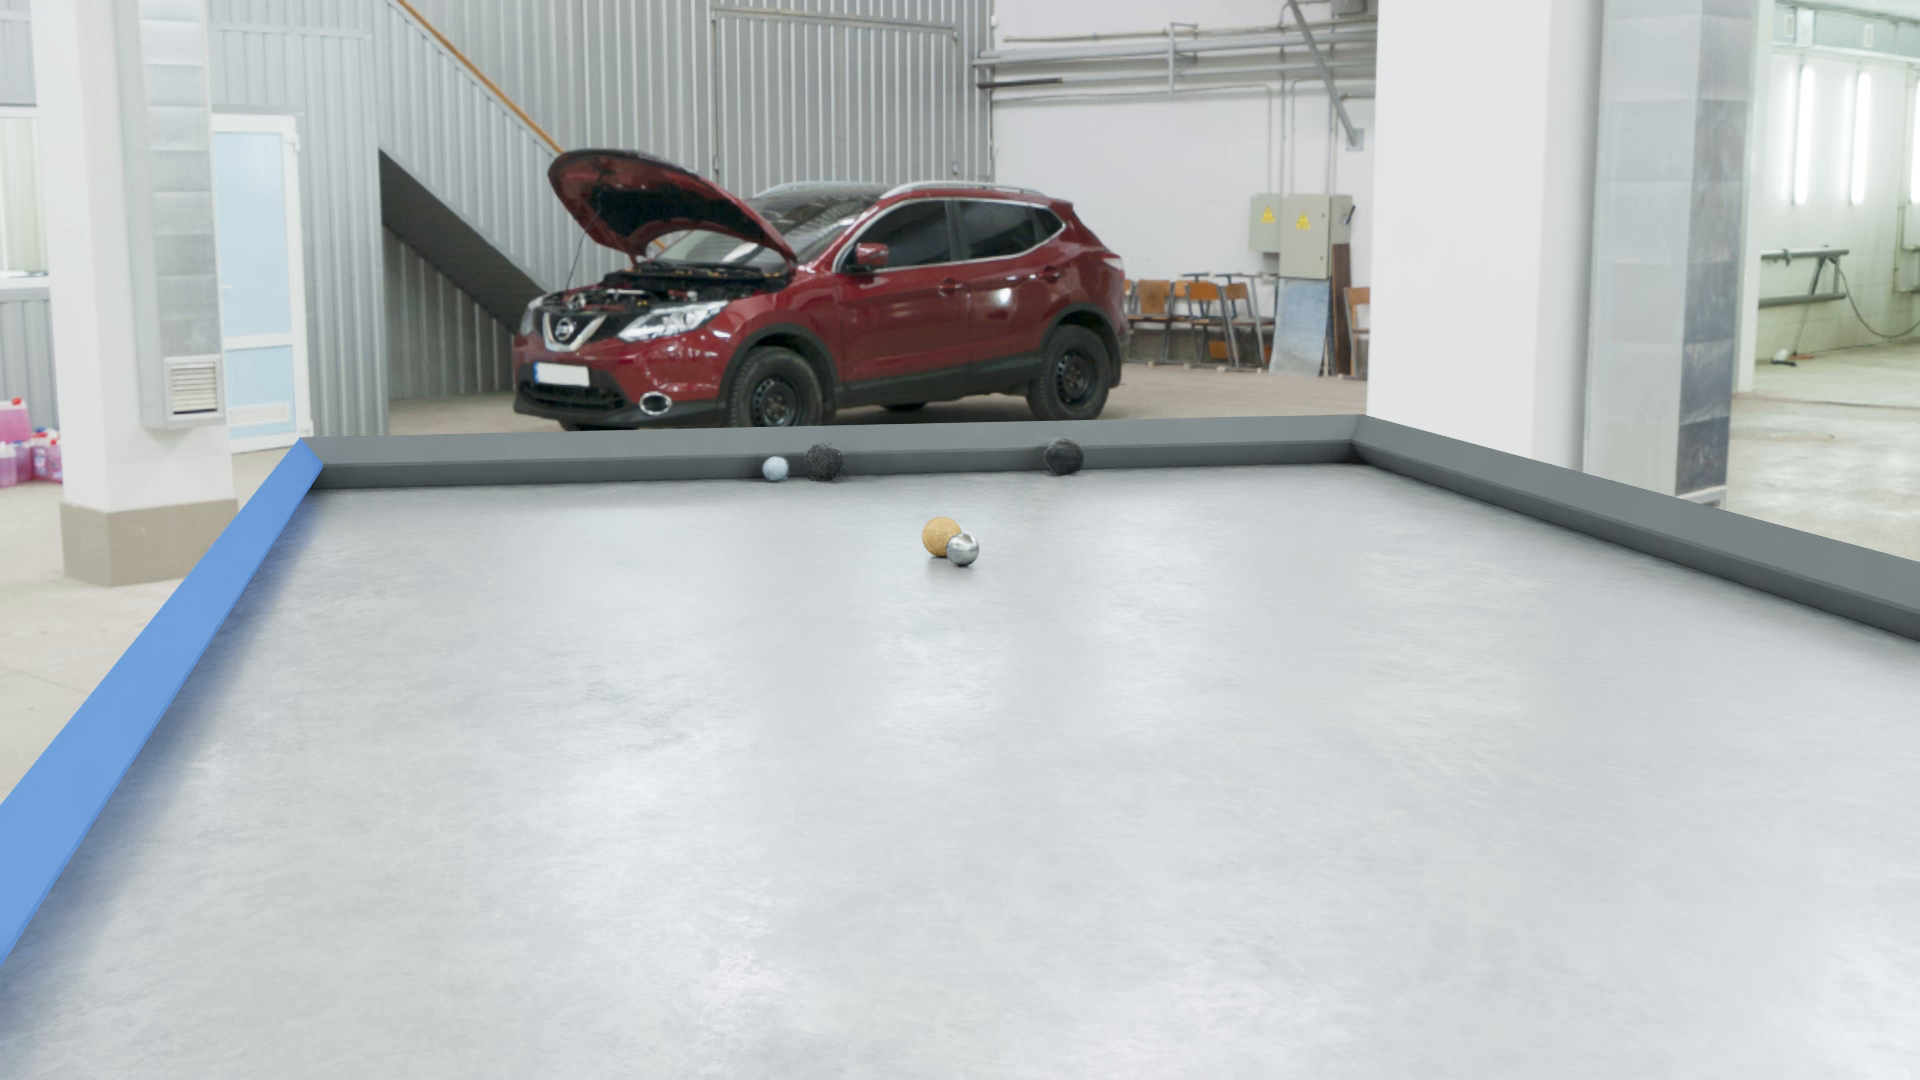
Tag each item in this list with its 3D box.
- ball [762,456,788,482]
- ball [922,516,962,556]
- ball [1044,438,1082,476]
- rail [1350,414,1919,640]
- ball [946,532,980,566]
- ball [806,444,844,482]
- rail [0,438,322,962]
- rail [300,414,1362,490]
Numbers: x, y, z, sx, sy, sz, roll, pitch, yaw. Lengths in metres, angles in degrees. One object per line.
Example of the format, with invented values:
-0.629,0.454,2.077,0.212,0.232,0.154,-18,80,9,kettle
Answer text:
-0.366,-0.140,4.348,0.050,0.050,0.050,0,9,0,ball
-0.028,-0.005,3.465,0.064,0.064,0.064,0,9,0,ball
0.207,-0.169,4.439,0.077,0.077,0.077,0,9,0,ball
1.246,0.108,2.643,0.045,0.100,4.154,-2,9,-11,rail
0.004,0.014,3.381,0.052,0.052,0.052,0,9,0,ball
-0.269,-0.153,4.350,0.075,0.075,0.075,0,9,0,ball
-0.830,0.175,2.225,0.045,0.100,4.154,-2,9,-11,rail
-0.203,-0.178,4.420,2.166,0.100,0.045,-2,9,-11,rail
